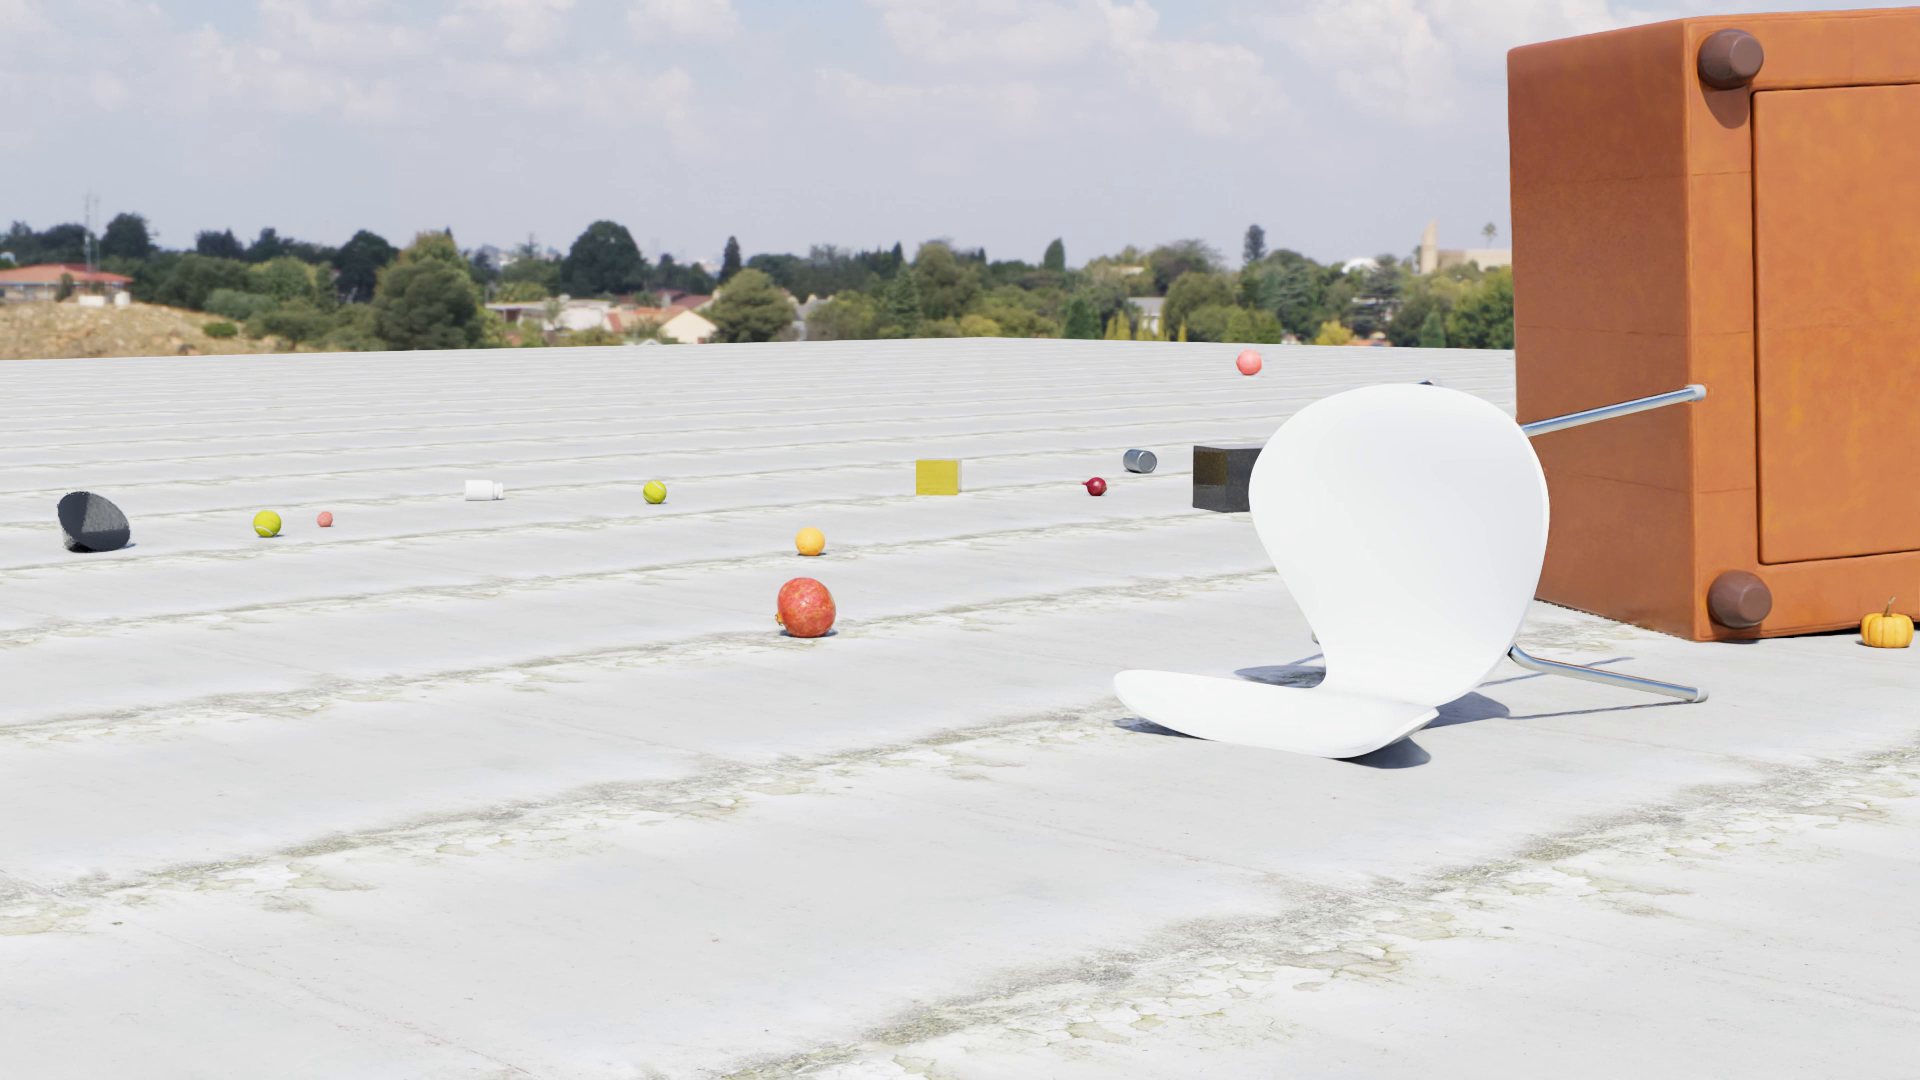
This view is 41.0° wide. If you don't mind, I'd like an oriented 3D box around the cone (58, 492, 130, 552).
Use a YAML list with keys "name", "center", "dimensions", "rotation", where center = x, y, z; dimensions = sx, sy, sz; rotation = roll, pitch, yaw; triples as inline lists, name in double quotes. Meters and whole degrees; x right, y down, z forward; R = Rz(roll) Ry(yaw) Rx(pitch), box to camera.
- name: "cone"
  center: [-2.124, -0.012, 6.190]
  dimensions: [0.120, 0.172, 0.211]
  rotation: [-37, -13, 24]

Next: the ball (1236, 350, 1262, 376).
- name: "ball"
  center: [1.910, -1.171, 16.937]
  dimensions: [0.173, 0.173, 0.173]
  rotation: [0, 6, 0]

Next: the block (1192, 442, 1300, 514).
- name: "block"
  center: [0.810, -0.177, 7.260]
  dimensions: [0.237, 0.178, 0.190]
  rotation: [-3, 6, -24]

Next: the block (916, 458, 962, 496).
- name: "block"
  center: [-0.064, -0.193, 7.774]
  dimensions: [0.126, 0.105, 0.108]
  rotation: [1, 6, 7]
